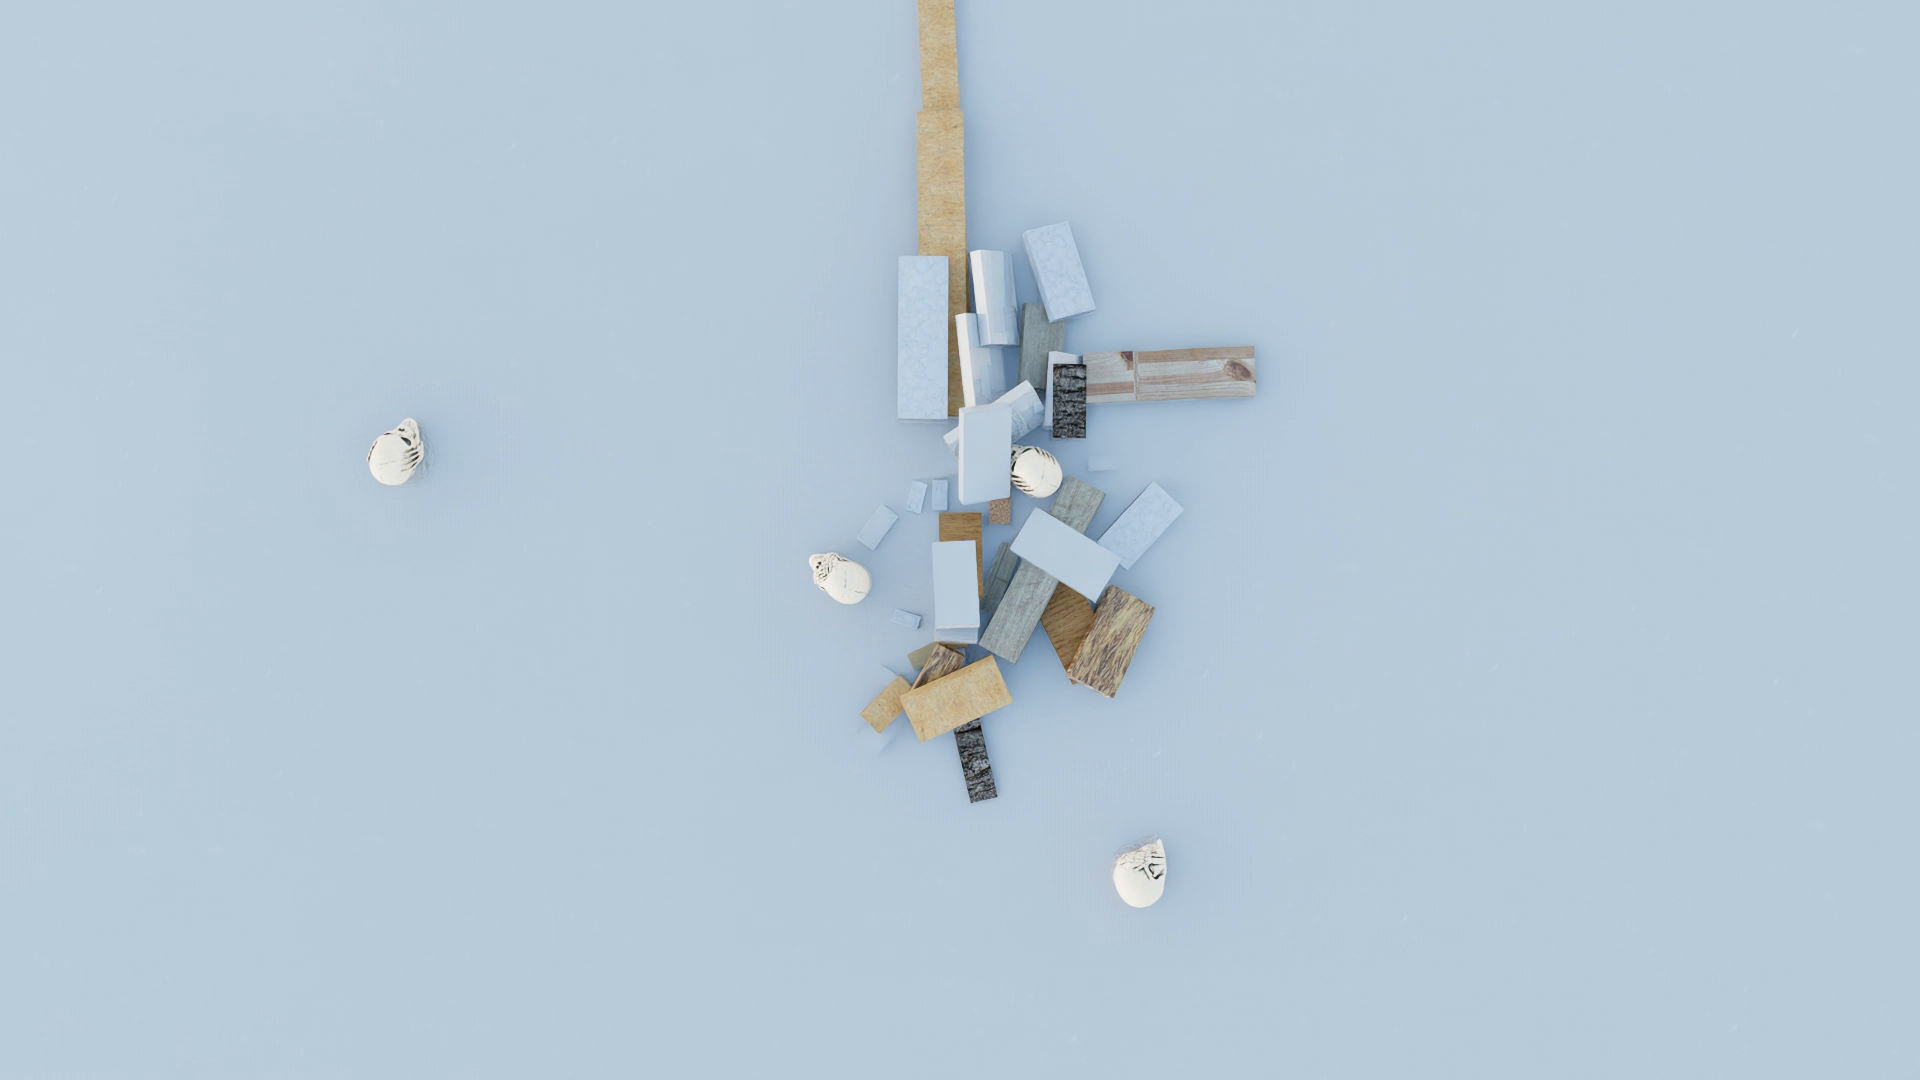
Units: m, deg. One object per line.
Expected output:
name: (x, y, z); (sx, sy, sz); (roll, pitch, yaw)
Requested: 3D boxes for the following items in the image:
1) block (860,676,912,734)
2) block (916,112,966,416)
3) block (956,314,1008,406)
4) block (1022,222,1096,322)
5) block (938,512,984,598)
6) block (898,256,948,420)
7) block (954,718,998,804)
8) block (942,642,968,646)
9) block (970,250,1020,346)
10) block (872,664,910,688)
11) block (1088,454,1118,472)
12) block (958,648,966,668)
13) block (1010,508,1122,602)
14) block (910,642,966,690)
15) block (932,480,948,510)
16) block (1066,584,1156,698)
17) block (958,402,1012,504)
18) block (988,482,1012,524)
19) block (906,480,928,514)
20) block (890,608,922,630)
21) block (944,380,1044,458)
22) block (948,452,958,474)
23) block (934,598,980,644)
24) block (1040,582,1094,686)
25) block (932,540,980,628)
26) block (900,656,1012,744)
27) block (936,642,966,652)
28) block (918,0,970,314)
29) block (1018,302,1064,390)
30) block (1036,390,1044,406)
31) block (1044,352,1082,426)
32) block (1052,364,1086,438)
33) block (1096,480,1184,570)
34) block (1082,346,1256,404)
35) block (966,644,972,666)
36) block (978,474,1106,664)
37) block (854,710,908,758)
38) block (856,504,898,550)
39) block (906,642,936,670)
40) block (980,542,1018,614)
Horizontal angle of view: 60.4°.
block: (-0.234, 0.544, 5.458); (0.185, 0.026, 0.092); (-44, 90, -8)
block: (-0.058, -0.909, 5.444); (0.154, 0.044, 1.000); (-1, 90, 0)
block: (0.074, -0.579, 5.426); (0.046, 0.162, 0.325); (-6, 90, 44)
block: (0.327, -0.886, 5.449); (0.154, 0.044, 0.308); (-16, 87, -17)
block: (0.003, 0.050, 5.438); (0.141, 0.040, 0.282); (-1, 73, -1)
block: (-0.121, -0.661, 5.399); (0.162, 0.046, 0.530); (0, 90, 0)
block: (0.044, 0.709, 5.487); (0.092, 0.026, 0.318); (-13, 90, 0)
block: (-0.023, 0.252, 5.453); (0.099, 0.028, 0.199); (1, 71, -1)
block: (0.118, -0.794, 5.428); (0.044, 0.154, 0.308); (-6, 90, 42)
block: (-0.230, 0.470, 5.492); (0.117, 0.017, 0.059); (33, 90, 0)
block: (0.477, -0.256, 5.493); (0.099, 0.014, 0.050); (-3, 90, 0)
block: (-0.002, 0.406, 5.449); (0.046, 0.013, 0.092); (-7, 90, 0)
block: (0.346, 0.048, 5.400); (0.329, 0.047, 0.165); (31, 85, 8)
block: (-0.074, 0.443, 5.423); (0.099, 0.028, 0.199); (27, 104, -13)
block: (-0.067, -0.149, 5.493); (0.051, 0.014, 0.102); (1, 90, 0)
block: (0.497, 0.335, 5.430); (0.167, 0.047, 0.334); (28, 78, -9)
block: (0.081, -0.282, 5.359); (0.162, 0.046, 0.325); (-9, 120, -16)
block: (0.134, -0.124, 5.490); (0.071, 0.020, 0.142); (2, 90, 0)
block: (-0.144, -0.144, 5.493); (0.051, 0.014, 0.102); (14, 90, 0)
block: (-0.180, 0.263, 5.493); (0.092, 0.013, 0.046); (19, 90, 0)
block: (0.120, -0.371, 5.408); (0.329, 0.165, 0.047); (-34, 50, 0)
block: (-0.003, -0.268, 5.493); (0.051, 0.014, 0.102); (15, 90, 0)
block: (-0.006, 0.197, 5.435); (0.141, 0.040, 0.282); (4, 71, 0)
block: (0.375, 0.293, 5.476); (0.167, 0.047, 0.334); (-26, 90, 0)
block: (-0.014, 0.145, 5.368); (0.141, 0.040, 0.282); (-2, 73, -2)
block: (-0.012, 0.523, 5.419); (0.334, 0.047, 0.167); (-24, 113, 0)
block: (-0.032, 0.388, 5.469); (0.099, 0.028, 0.199); (6, 90, 0)
block: (-0.050, -1.221, 5.483); (0.122, 0.034, 1.287); (-3, 90, 0)
block: (0.270, -0.639, 5.464); (0.139, 0.039, 0.277); (4, 90, -15)
block: (0.240, -0.492, 5.493); (0.050, 0.014, 0.099); (-15, 90, 0)
block: (0.341, -0.493, 5.447); (0.121, 0.034, 0.243); (4, 90, -42)
block: (0.360, -0.456, 5.420); (0.121, 0.034, 0.243); (-3, 95, -42)
block: (0.597, -0.047, 5.480); (0.139, 0.039, 0.277); (43, 90, 0)
block: (0.693, -0.548, 5.477); (0.568, 0.047, 0.165); (-2, 90, 0)
block: (0.005, 0.370, 5.492); (0.059, 0.017, 0.117); (-8, 90, 0)
block: (0.272, 0.097, 5.442); (0.139, 0.039, 0.638); (27, 85, 7)
block: (-0.259, 0.621, 5.487); (0.092, 0.026, 0.185); (39, 90, 0)
block: (-0.275, -0.042, 5.490); (0.071, 0.020, 0.142); (36, 90, 0)
block: (-0.112, 0.384, 5.492); (0.117, 0.017, 0.059); (-25, 90, 0)
block: (0.129, 0.126, 5.490); (0.071, 0.020, 0.237); (21, 90, 0)
